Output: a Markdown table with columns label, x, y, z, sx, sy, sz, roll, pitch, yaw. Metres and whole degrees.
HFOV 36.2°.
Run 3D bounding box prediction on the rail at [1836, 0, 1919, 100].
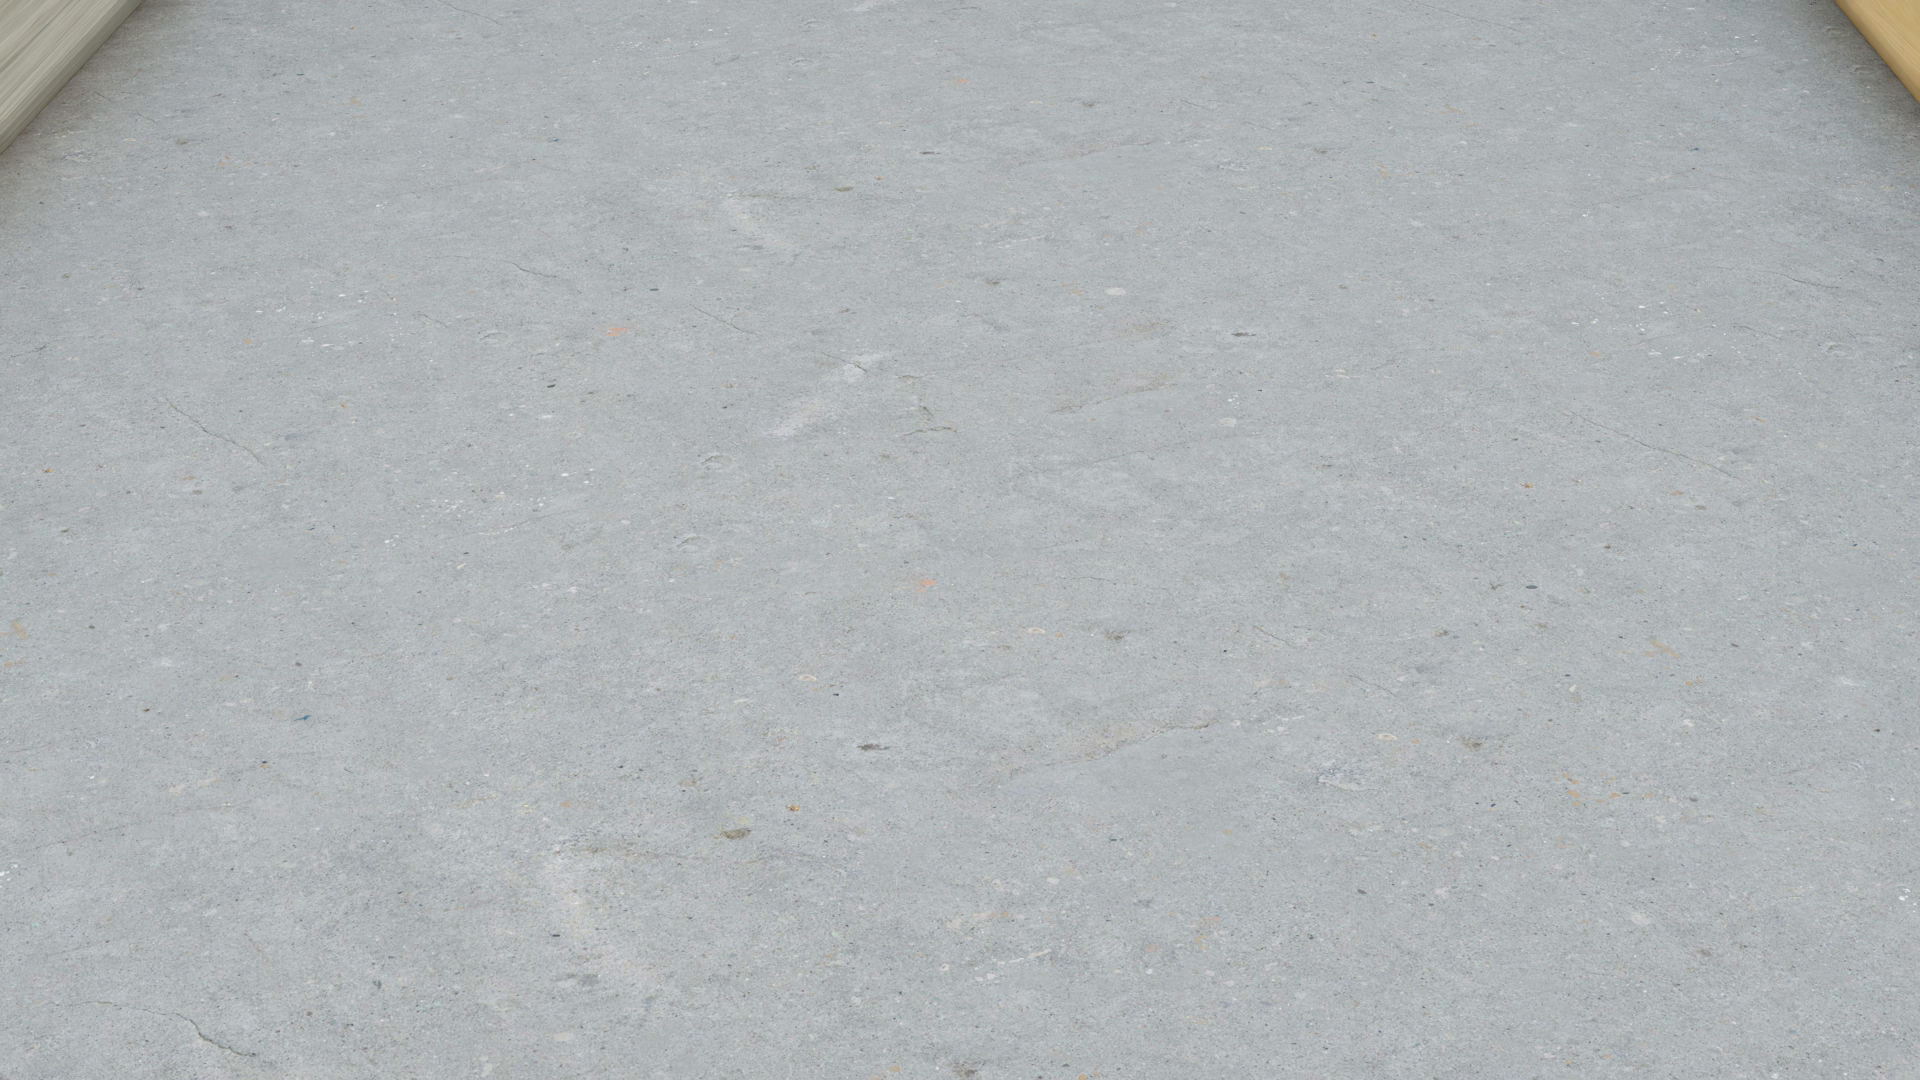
| label | x | y | z | sx | sy | sz | roll | pitch | yaw |
| --- | --- | --- | --- | --- | --- | --- | --- | --- | --- |
| rail | 0.849 | -0.361 | 2.476 | 0.045 | 0.120 | 3.027 | 1 | 27 | 1 |

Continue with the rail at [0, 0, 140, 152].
| label | x | y | z | sx | sy | sz | roll | pitch | yaw |
| --- | --- | --- | --- | --- | --- | --- | --- | --- | --- |
| rail | -0.814 | -0.379 | 2.511 | 0.045 | 0.120 | 3.027 | 1 | 27 | 1 |
